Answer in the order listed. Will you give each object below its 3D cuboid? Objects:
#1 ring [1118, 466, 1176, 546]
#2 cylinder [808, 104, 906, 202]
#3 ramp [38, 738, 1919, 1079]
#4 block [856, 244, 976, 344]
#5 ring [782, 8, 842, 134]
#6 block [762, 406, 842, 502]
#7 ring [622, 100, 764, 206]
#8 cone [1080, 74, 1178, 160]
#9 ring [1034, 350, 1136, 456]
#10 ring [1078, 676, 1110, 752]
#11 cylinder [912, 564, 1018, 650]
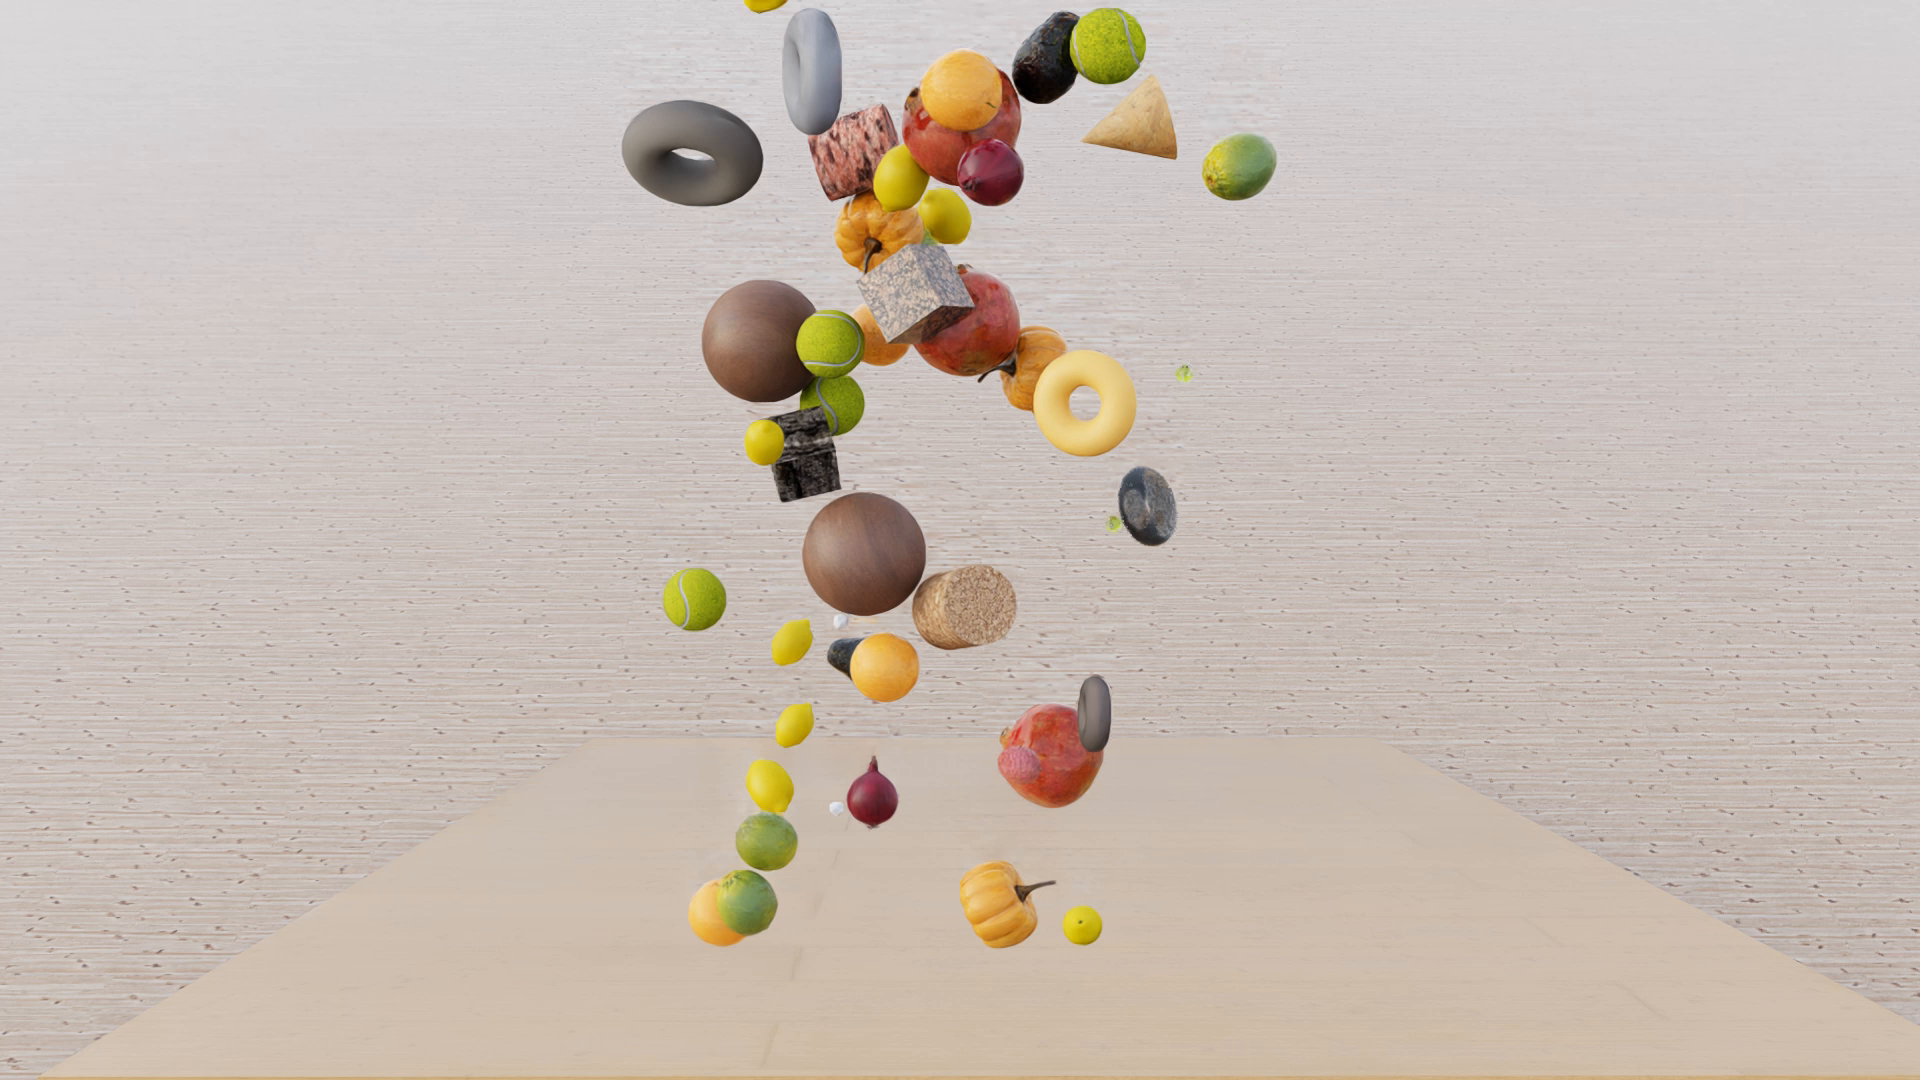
[{"bbox_3d":[0.204,-0.037,2.807,0.030,0.089,0.089,-16,16,37],"label":"ring"},{"bbox_3d":[-0.102,-0.383,2.557,0.077,0.077,0.077,-16,27,9],"label":"cylinder"},{"bbox_3d":[0.064,0.575,4.618,2.000,0.100,4.000,0,1,0],"label":"ramp"},{"bbox_3d":[-0.044,-0.244,2.563,0.071,0.071,0.071,-33,-12,26],"label":"block"},{"bbox_3d":[-0.134,-0.424,2.339,0.038,0.114,0.114,-4,28,-16],"label":"ring"},{"bbox_3d":[-0.164,-0.089,2.686,0.064,0.064,0.064,-13,52,-7],"label":"block"},{"bbox_3d":[-0.262,-0.377,2.528,0.139,0.139,0.046,3,61,5],"label":"ring"},{"bbox_3d":[0.165,-0.422,2.655,0.091,0.091,0.091,-17,30,-3],"label":"cone"},{"bbox_3d":[0.123,-0.134,2.535,0.105,0.105,0.035,11,12,19],"label":"ring"},{"bbox_3d":[0.138,0.179,2.652,0.026,0.078,0.078,1,28,-6],"label":"ring"},{"bbox_3d":[0.004,0.070,2.660,0.082,0.082,0.082,-15,0,-25],"label":"cylinder"}]
